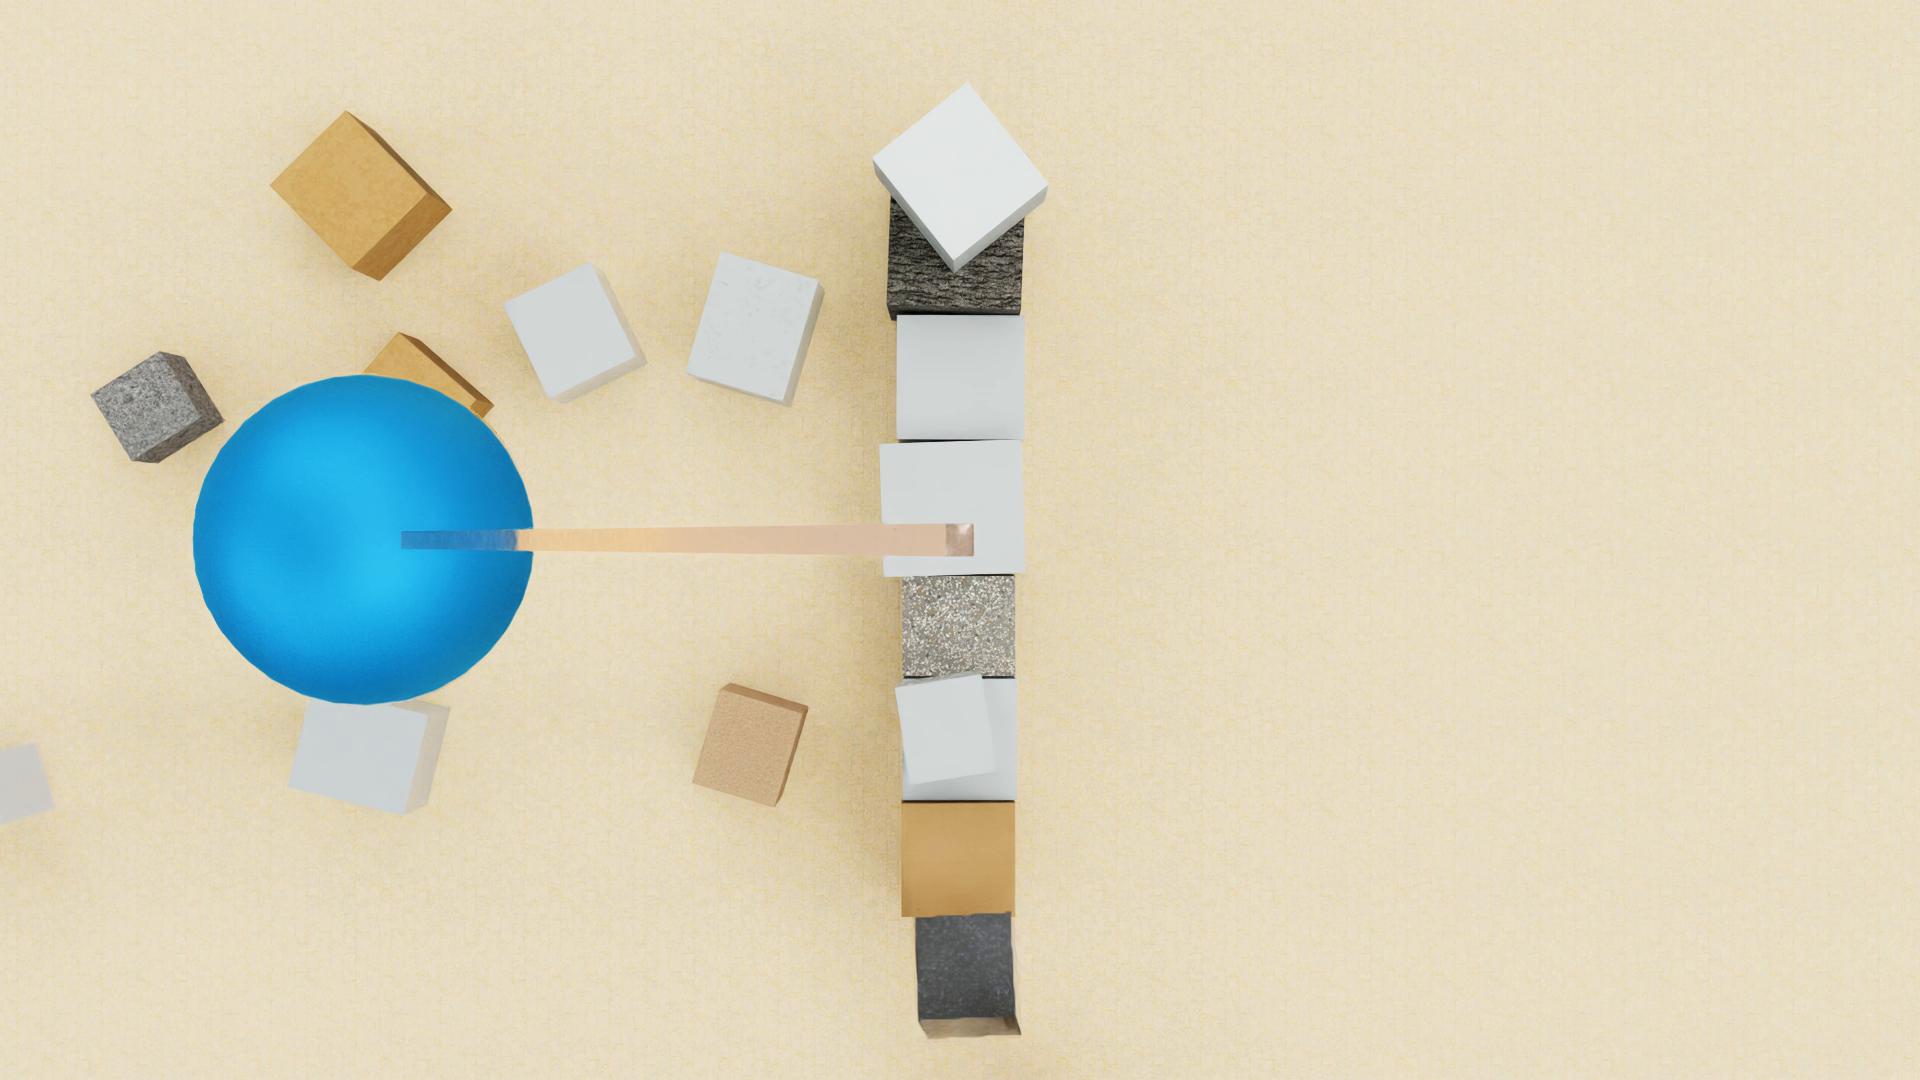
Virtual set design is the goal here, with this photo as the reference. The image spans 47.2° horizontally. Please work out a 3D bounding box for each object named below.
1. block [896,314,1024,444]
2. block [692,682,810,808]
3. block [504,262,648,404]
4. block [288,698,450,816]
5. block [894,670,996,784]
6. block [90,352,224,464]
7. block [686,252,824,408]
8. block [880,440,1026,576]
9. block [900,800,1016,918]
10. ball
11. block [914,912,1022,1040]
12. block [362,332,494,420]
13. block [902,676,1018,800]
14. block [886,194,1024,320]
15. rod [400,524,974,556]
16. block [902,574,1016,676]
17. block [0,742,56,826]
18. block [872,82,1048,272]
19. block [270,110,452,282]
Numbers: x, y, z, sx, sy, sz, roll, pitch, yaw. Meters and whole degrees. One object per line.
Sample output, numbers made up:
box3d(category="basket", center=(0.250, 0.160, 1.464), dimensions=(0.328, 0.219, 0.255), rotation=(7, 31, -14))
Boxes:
box3d(category="block", center=(0.004, -0.913, 12.665), dimensions=(0.716, 0.669, 0.696), rotation=(0, 90, 0))
box3d(category="block", center=(-1.204, 1.178, 12.718), dimensions=(0.489, 0.564, 0.555), rotation=(17, 90, 0))
box3d(category="block", center=(-2.218, -1.192, 12.742), dimensions=(0.550, 0.515, 0.596), rotation=(-26, 90, 0))
box3d(category="block", center=(-3.408, 1.195, 12.724), dimensions=(0.677, 0.552, 0.585), rotation=(14, 90, 0))
box3d(category="block", center=(-0.078, 1.022, 12.093), dimensions=(0.472, 0.453, 0.529), rotation=(-9, 90, 0))
box3d(category="block", center=(-4.664, -0.768, 12.797), dimensions=(0.472, 0.407, 0.450), rotation=(-32, 90, 0))
box3d(category="block", center=(-1.173, -1.204, 12.695), dimensions=(0.573, 0.611, 0.714), rotation=(17, 90, 0))
box3d(category="block", center=(-0.042, -0.176, 12.608), dimensions=(0.789, 0.783, 0.740), rotation=(-2, 90, 0))
box3d(category="block", center=(-0.010, 1.784, 12.627), dimensions=(0.637, 0.746, 0.633), rotation=(0, 90, 0))
box3d(category="ball", center=(-2.871, 0.000, 10.648), dimensions=(1.600, 1.600, 1.600), rotation=(0, 90, 0))
box3d(category="block", center=(0.049, 2.424, 12.210), dimensions=(0.528, 0.576, 0.562), rotation=(-4, 67, 4))
box3d(category="block", center=(-3.143, -0.797, 12.754), dimensions=(0.589, 0.492, 0.516), rotation=(41, 90, 0))
box3d(category="block", center=(0.000, 1.119, 12.660), dimensions=(0.644, 0.680, 0.677), rotation=(0, 90, 0))
box3d(category="block", center=(-0.018, -1.701, 12.551), dimensions=(0.742, 0.898, 0.839), rotation=(2, 90, 0))
box3d(category="rod", center=(-1.244, 0.000, 7.662), dimensions=(0.080, 5.200, 0.080), rotation=(0, 90, -29))
box3d(category="block", center=(-0.007, 0.487, 12.730), dimensions=(0.642, 0.540, 0.567), rotation=(0, 90, 0))
box3d(category="block", center=(-5.611, 1.453, 12.707), dimensions=(0.404, 0.501, 0.410), rotation=(-16, 90, 15))
box3d(category="block", center=(0.002, -1.934, 11.815), dimensions=(0.640, 0.575, 0.686), rotation=(-39, 90, 0))
box3d(category="block", center=(-3.443, -1.975, 12.689), dimensions=(0.605, 0.622, 0.657), rotation=(-44, 90, 0))
